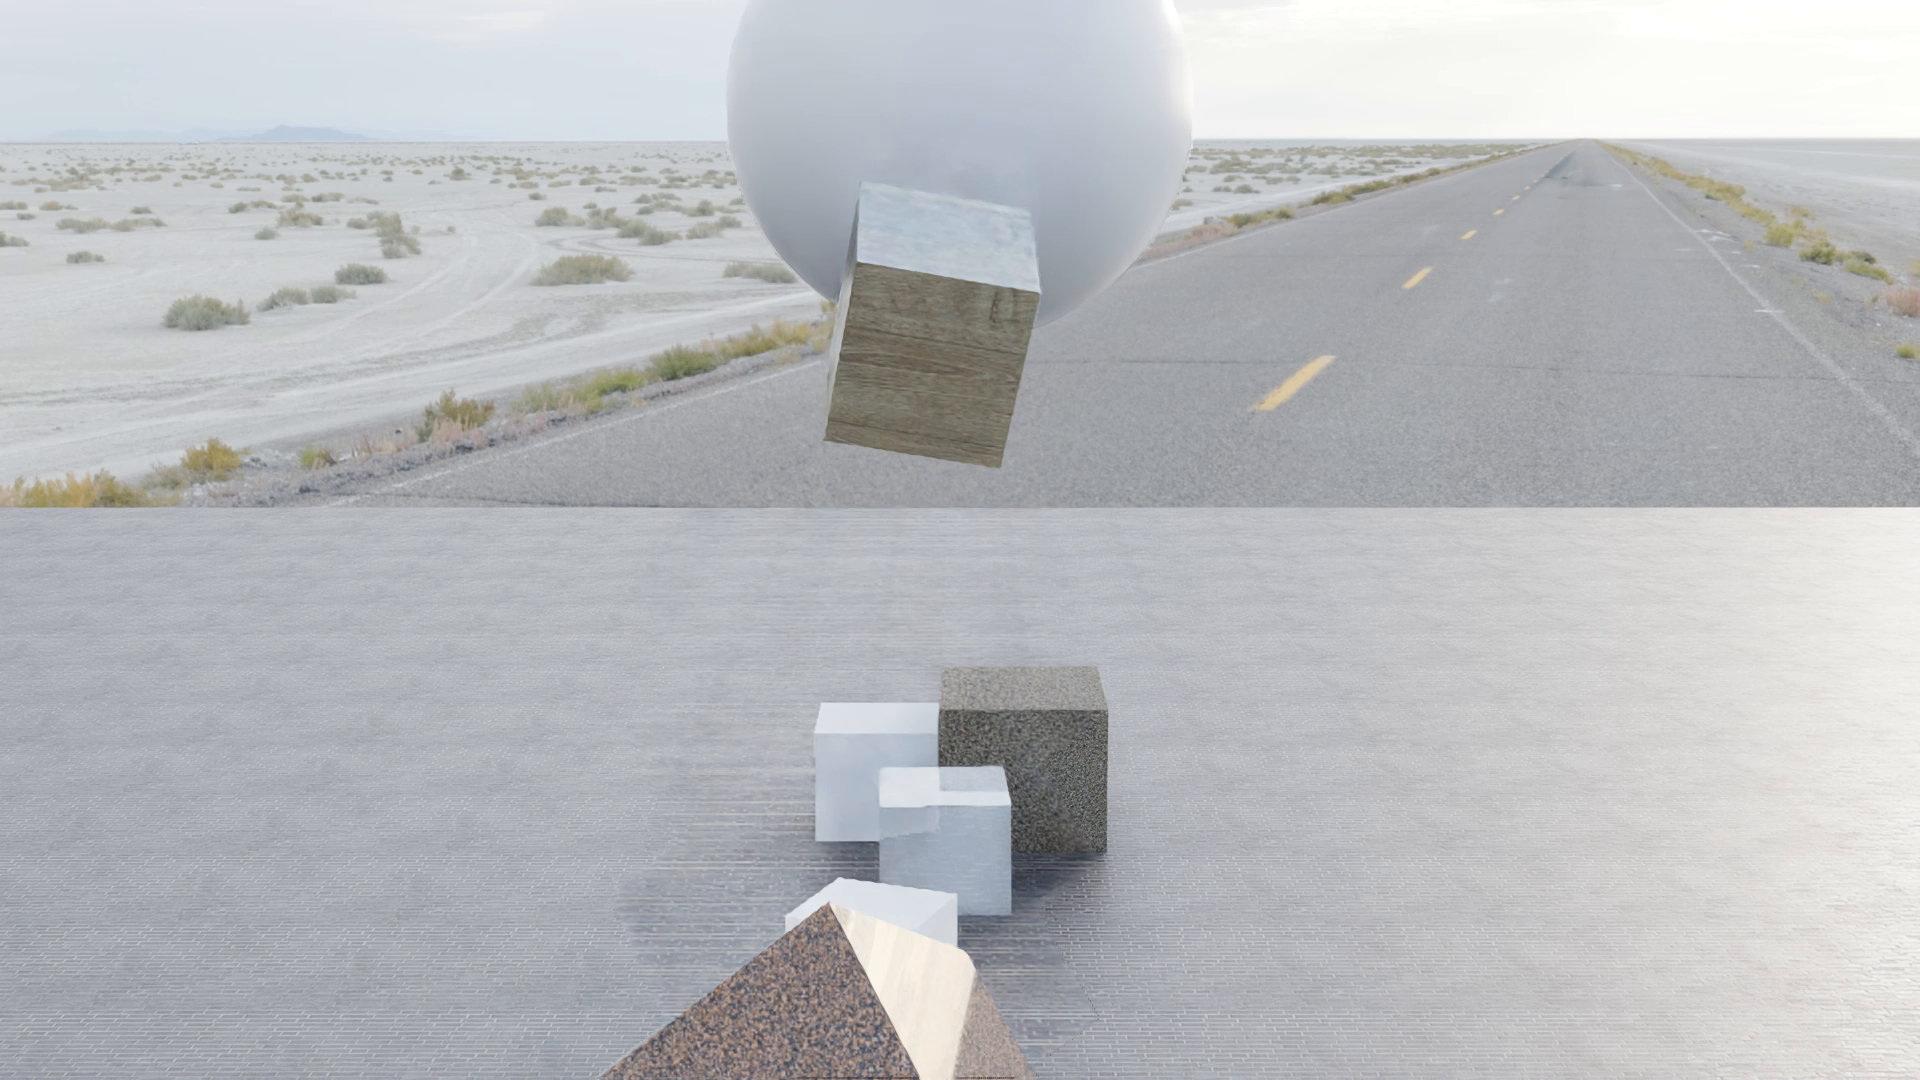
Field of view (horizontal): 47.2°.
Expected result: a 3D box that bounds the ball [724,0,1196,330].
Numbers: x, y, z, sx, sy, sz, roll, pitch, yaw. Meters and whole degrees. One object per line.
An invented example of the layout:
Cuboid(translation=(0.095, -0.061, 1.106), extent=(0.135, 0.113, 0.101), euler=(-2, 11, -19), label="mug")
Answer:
Cuboid(translation=(0.000, -1.482, 7.523), extent=(1.600, 1.600, 1.600), euler=(0, 10, 0), label="ball")

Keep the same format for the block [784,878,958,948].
Cuboid(translation=(-0.341, 1.702, 8.649), extent=(0.522, 0.557, 0.487), euler=(4, 11, 22), label="block")

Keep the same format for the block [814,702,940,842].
Cuboid(translation=(-0.422, 1.197, 11.395), extent=(0.622, 0.568, 0.609), euler=(0, 10, 0), label="block")

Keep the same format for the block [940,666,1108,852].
Cuboid(translation=(0.316, 1.118, 11.367), extent=(0.834, 0.734, 0.911), euler=(0, 10, 0), label="block")

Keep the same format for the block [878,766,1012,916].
Cuboid(translation=(-0.079, 1.409, 10.351), extent=(0.602, 0.524, 0.638), euler=(0, 10, -2), label="block")

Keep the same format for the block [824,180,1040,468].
Cuboid(translation=(-0.075, -0.529, 5.354), extent=(0.428, 0.468, 0.501), euler=(9, 30, -7), label="block")

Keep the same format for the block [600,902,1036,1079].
Cuboid(translation=(-0.190, 1.025, 3.808), extent=(0.501, 0.518, 0.516), euler=(58, 12, 31), label="block")
